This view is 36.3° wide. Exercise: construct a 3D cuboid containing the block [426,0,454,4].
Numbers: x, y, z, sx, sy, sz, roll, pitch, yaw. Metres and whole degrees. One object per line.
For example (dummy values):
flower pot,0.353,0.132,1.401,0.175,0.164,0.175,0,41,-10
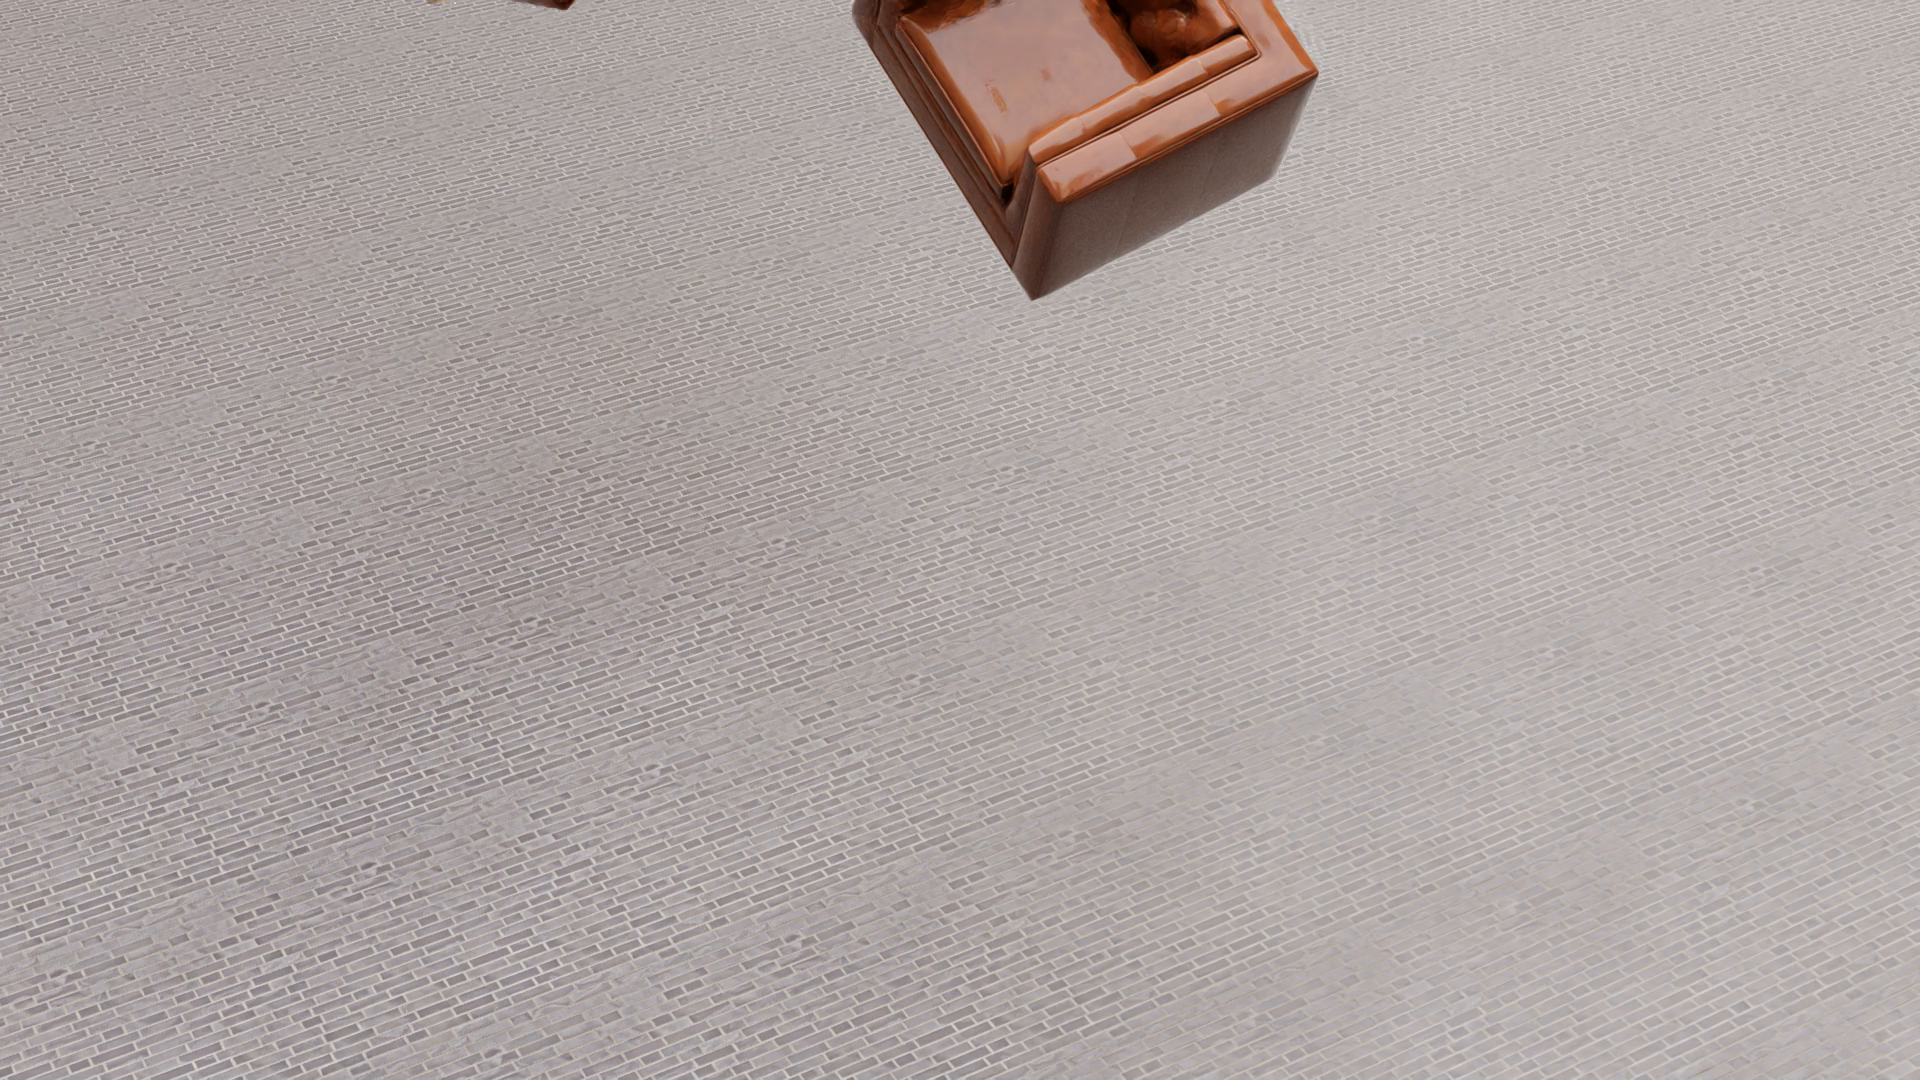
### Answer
block,-1.675,-1.787,9.509,0.097,0.076,0.074,-4,19,18
